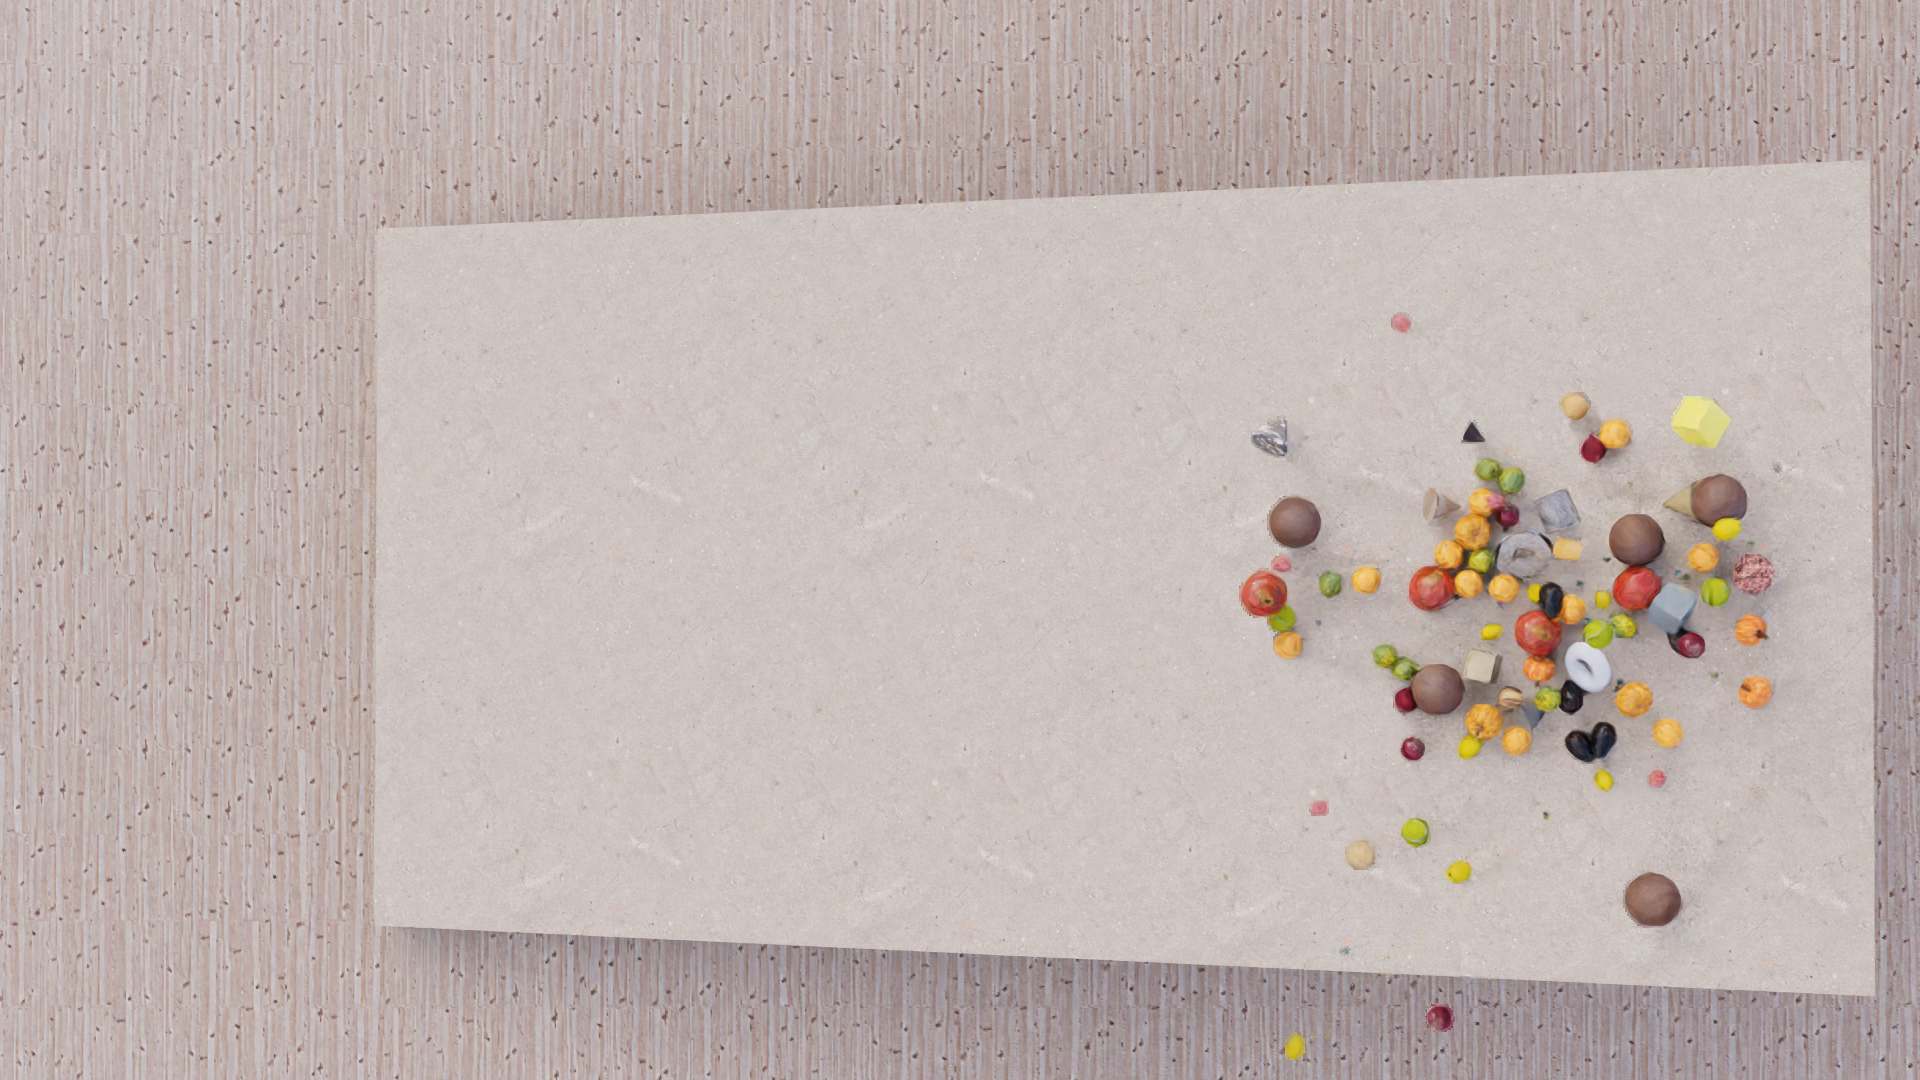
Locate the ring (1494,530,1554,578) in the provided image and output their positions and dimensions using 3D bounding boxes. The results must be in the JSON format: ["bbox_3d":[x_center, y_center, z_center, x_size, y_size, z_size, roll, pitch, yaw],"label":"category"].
[{"bbox_3d":[1.389,0.035,5.417,0.145,0.145,0.048,0,44,0],"label":"ring"}]

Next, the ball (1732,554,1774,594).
[{"bbox_3d":[1.906,0.081,5.284,0.096,0.096,0.096,0,89,0],"label":"ball"}]

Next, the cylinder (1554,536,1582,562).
[{"bbox_3d":[1.496,0.024,5.411,0.050,0.050,0.050,19,89,-22],"label":"cylinder"}]

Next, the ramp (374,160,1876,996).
[{"bbox_3d":[0.266,0.097,5.834,4.000,0.100,2.000,0,89,15],"label":"ramp"}]

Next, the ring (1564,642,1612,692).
[{"bbox_3d":[1.535,0.311,5.374,0.044,0.132,0.132,-27,89,-25],"label":"ring"}]

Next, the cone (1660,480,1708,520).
[{"bbox_3d":[1.752,-0.091,5.356,0.099,0.099,0.099,-7,89,42],"label":"cone"}]

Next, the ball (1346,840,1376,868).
[{"bbox_3d":[1.009,0.790,5.532,0.071,0.071,0.071,0,89,0],"label":"ball"}]

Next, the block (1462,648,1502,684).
[{"bbox_3d":[1.294,0.313,5.453,0.072,0.072,0.072,15,92,27],"label":"block"}]

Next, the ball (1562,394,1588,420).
[{"bbox_3d":[1.514,-0.329,5.414,0.065,0.065,0.065,0,89,0],"label":"ball"}]

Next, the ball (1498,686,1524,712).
[{"bbox_3d":[1.362,0.394,5.446,0.062,0.062,0.062,0,89,0],"label":"ball"}]

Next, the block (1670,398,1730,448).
[{"bbox_3d":[1.760,-0.279,5.227,0.081,0.081,0.081,38,80,-28],"label":"block"}]

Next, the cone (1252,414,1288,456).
[{"bbox_3d":[0.808,-0.279,5.583,0.096,0.096,0.096,31,75,0],"label":"cone"}]

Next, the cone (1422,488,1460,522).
[{"bbox_3d":[1.216,-0.085,5.505,0.086,0.086,0.086,5,89,-11],"label":"cone"}]

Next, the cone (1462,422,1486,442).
[{"bbox_3d":[1.287,-0.256,5.478,0.053,0.053,0.053,32,89,20],"label":"cone"}]

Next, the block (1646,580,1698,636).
[{"bbox_3d":[1.720,0.164,5.314,0.079,0.079,0.079,35,68,23],"label":"block"}]

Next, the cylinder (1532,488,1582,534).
[{"bbox_3d":[1.469,-0.070,5.409,0.089,0.089,0.089,-23,83,0],"label":"cylinder"}]
